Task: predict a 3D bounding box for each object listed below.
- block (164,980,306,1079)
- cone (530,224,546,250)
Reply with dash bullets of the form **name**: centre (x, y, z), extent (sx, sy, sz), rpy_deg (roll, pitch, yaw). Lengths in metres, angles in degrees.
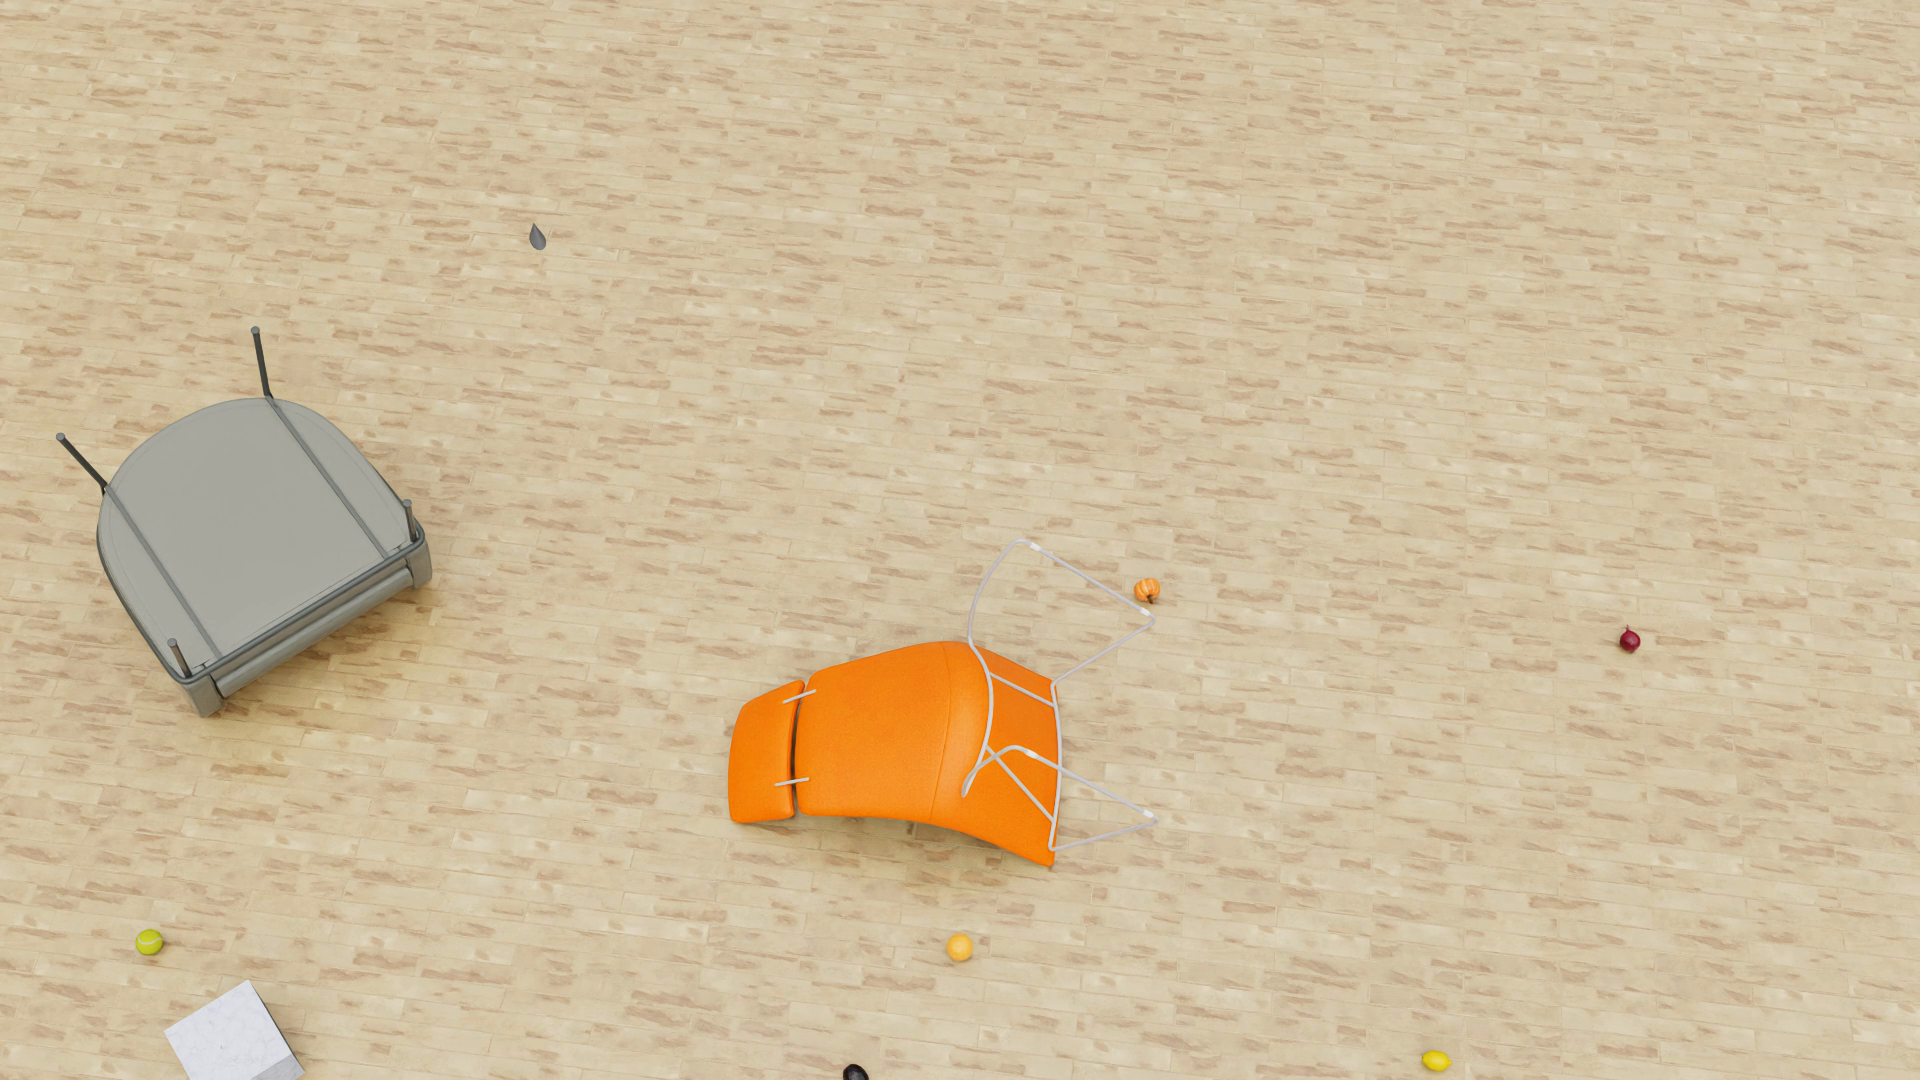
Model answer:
- **block**: centre (-1.851, 1.307, 5.613), extent (0.235, 0.139, 0.245), rpy_deg (-31, 62, -19)
- **cone**: centre (-1.390, -1.011, 7.200), extent (0.052, 0.087, 0.094), rpy_deg (-19, 58, -12)
